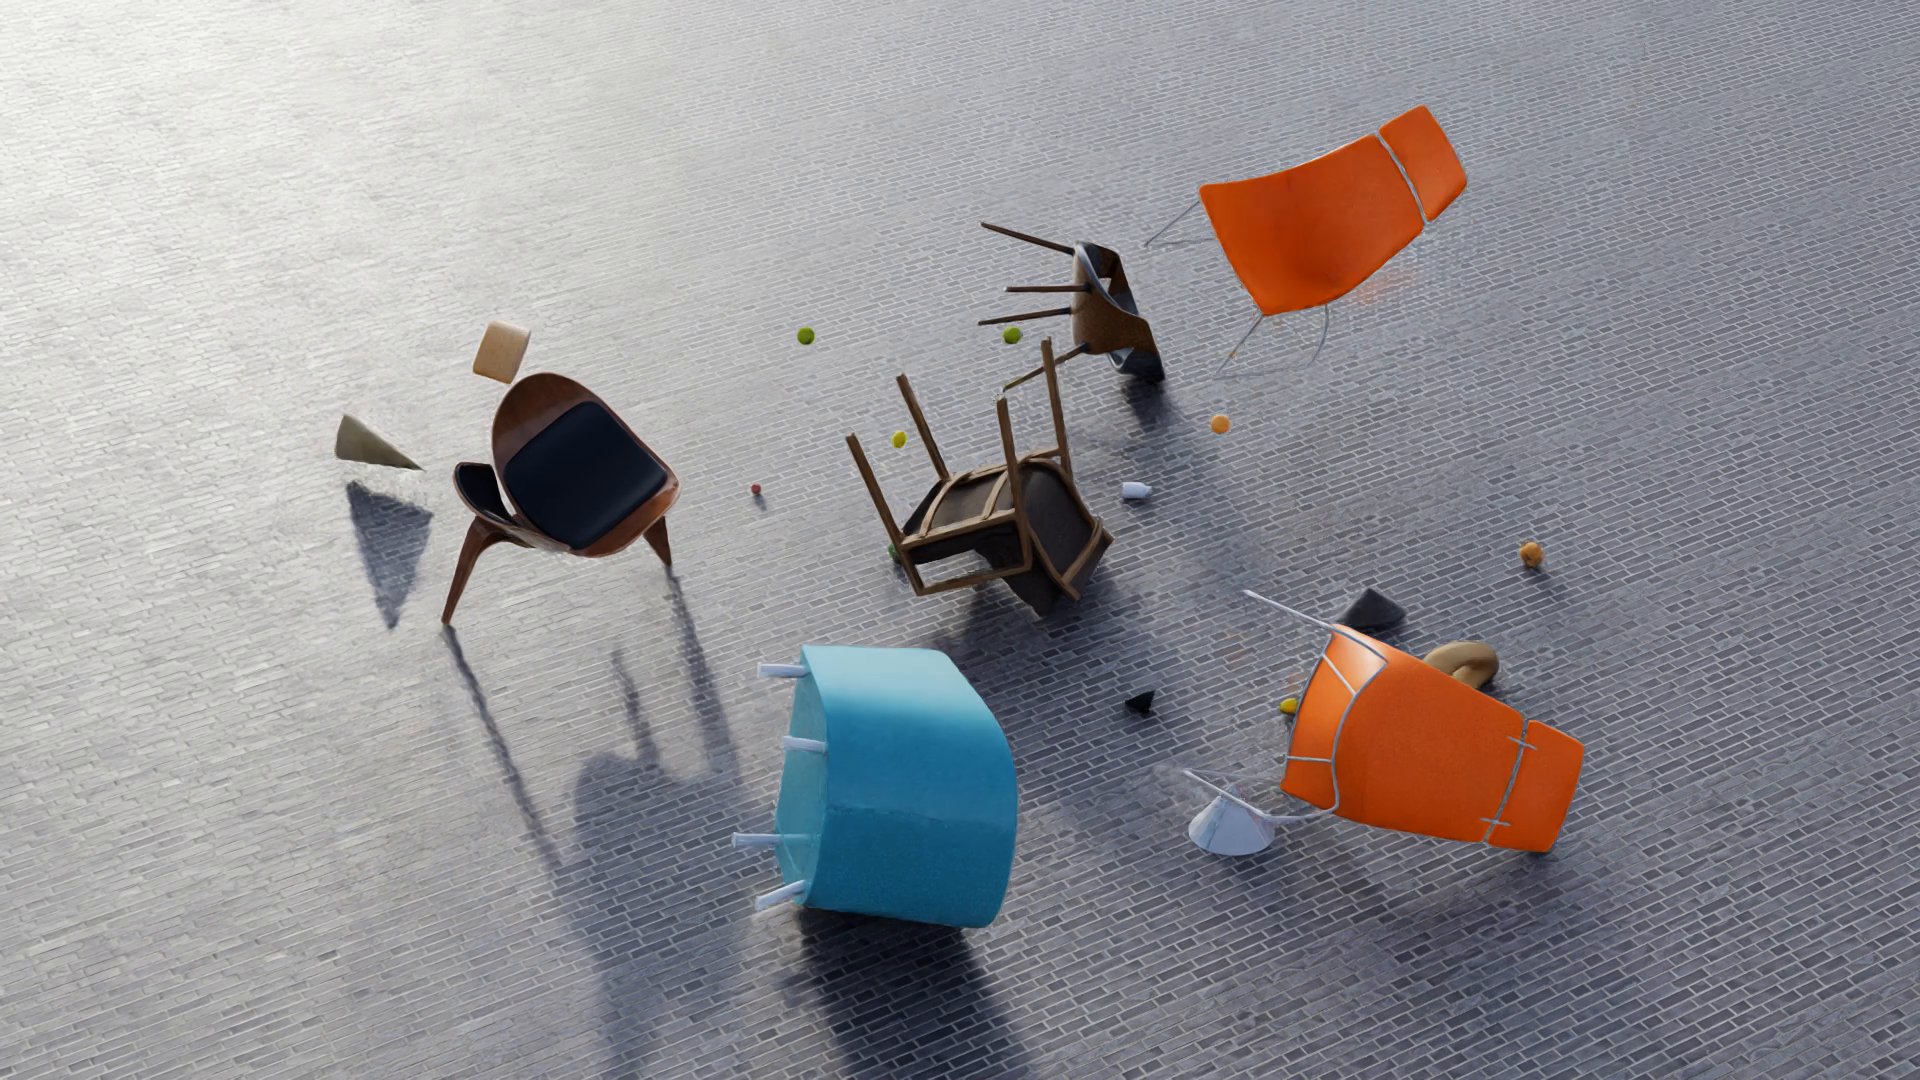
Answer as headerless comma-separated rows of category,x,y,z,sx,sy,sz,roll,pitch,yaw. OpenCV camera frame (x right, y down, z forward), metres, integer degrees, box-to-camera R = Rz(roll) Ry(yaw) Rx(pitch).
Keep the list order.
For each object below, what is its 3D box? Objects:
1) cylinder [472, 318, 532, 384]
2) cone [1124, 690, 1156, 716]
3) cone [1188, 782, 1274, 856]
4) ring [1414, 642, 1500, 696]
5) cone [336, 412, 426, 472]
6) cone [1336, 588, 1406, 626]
cylinder,-1.683,-0.695,10.771,0.144,0.128,0.252,18,54,-2
cone,0.628,0.569,10.041,0.119,0.067,0.107,-27,-13,22
cone,0.880,0.859,9.451,0.280,0.209,0.239,1,33,2
ring,1.705,0.443,10.052,0.108,0.184,0.483,30,22,34
cone,-2.200,-0.330,11.228,0.351,0.315,0.131,23,62,1
cone,1.465,0.220,10.473,0.258,0.114,0.164,-7,24,1
